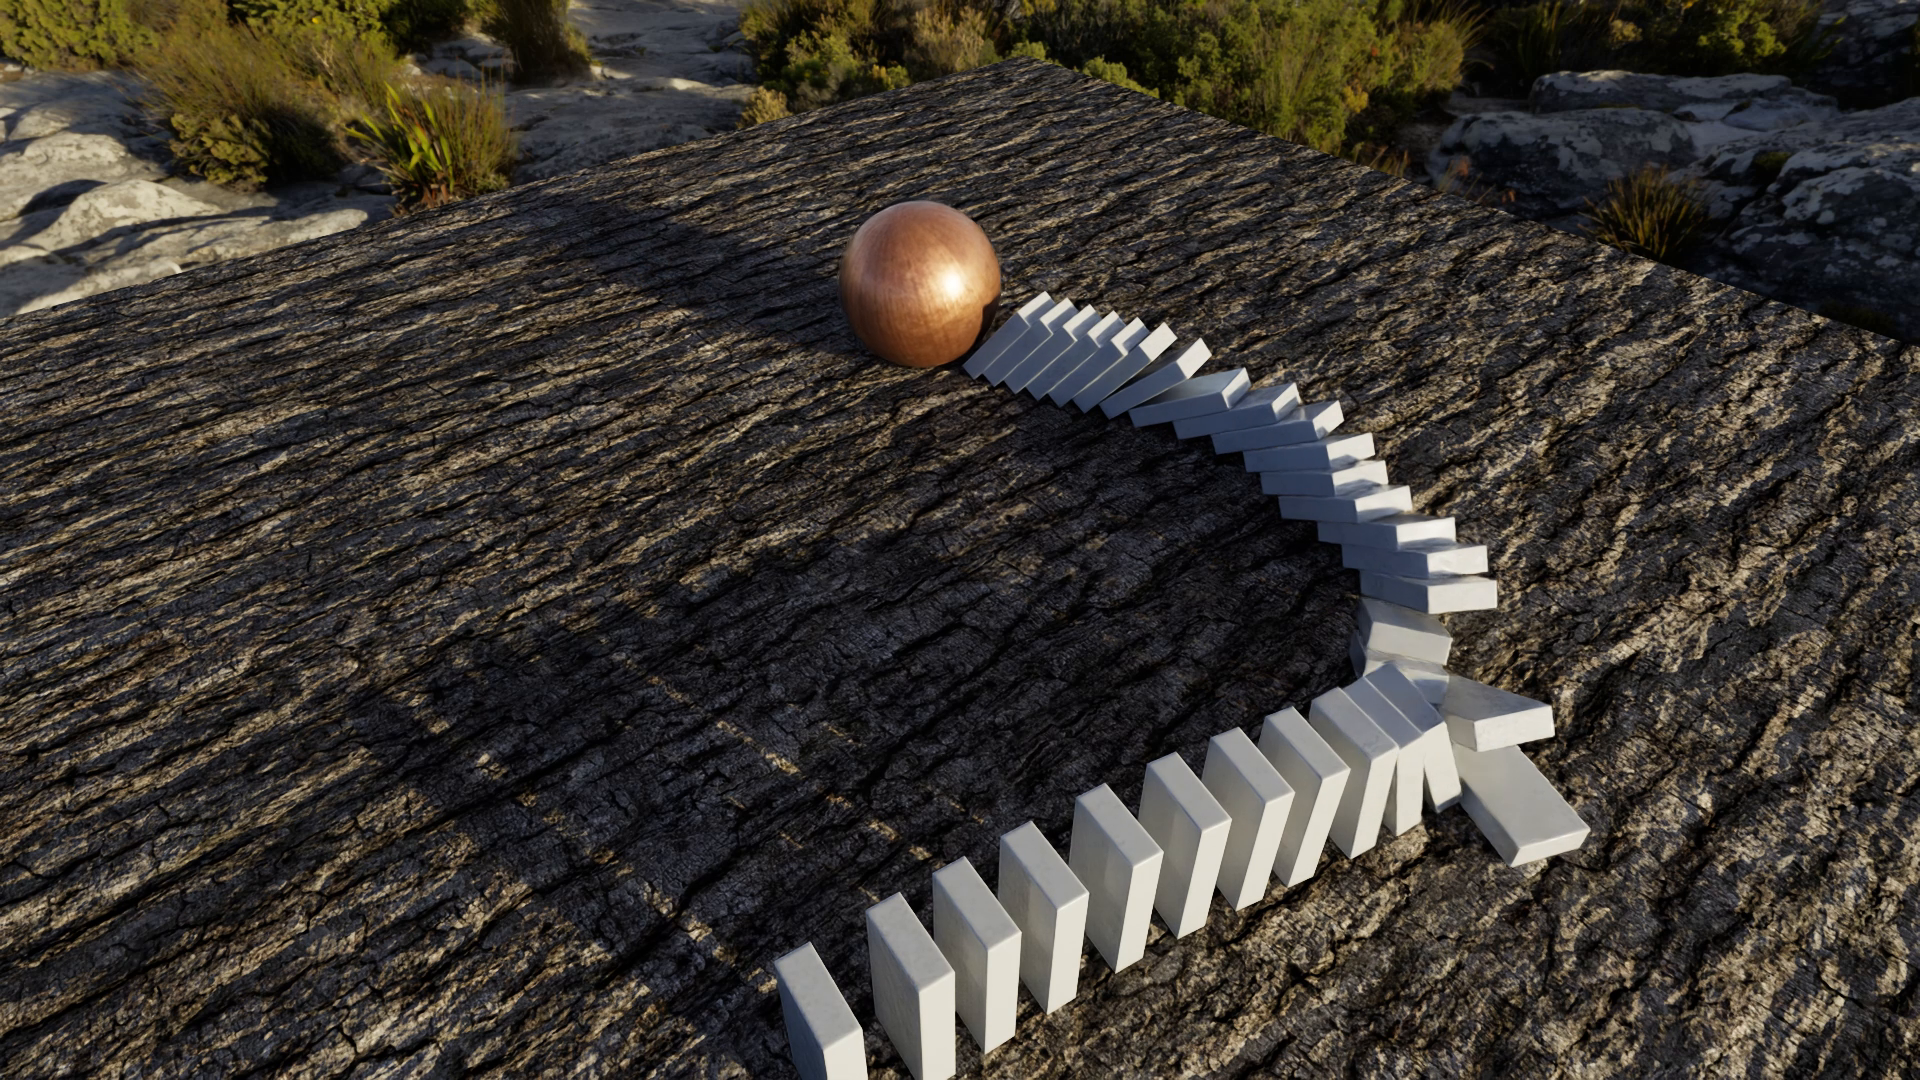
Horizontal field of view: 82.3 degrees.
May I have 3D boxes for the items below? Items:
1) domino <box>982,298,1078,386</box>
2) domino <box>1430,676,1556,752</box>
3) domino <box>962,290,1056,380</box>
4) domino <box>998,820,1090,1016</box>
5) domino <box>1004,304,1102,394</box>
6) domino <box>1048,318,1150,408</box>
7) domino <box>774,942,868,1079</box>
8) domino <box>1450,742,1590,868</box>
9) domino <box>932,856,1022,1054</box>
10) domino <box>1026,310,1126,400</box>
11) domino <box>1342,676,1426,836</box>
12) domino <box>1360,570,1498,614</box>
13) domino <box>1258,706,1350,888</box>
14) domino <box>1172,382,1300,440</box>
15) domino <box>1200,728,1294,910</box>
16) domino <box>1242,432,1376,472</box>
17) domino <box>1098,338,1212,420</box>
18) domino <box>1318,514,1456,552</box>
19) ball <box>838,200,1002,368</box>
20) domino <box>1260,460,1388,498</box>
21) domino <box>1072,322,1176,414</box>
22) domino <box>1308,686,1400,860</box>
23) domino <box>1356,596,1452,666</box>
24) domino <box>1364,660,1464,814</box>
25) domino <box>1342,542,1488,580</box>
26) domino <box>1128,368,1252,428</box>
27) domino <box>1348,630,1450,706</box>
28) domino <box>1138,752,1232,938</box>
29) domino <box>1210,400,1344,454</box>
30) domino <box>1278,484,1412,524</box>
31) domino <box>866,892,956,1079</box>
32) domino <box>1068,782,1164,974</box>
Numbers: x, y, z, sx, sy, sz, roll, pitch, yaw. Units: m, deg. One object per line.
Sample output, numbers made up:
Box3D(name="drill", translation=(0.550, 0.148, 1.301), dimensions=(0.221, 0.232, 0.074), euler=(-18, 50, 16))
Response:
Box3D(name="domino", translation=(0.034, -0.095, 0.531), dimensions=(0.009, 0.050, 0.025), euler=(50, 50, -3))
Box3D(name="domino", translation=(0.162, 0.055, 0.352), dimensions=(0.025, 0.009, 0.050), euler=(-10, 4, -6))
Box3D(name="domino", translation=(0.024, -0.099, 0.537), dimensions=(0.009, 0.050, 0.025), euler=(50, 50, -3))
Box3D(name="domino", translation=(0.021, 0.100, 0.289), dimensions=(0.009, 0.050, 0.025), euler=(-21, 44, -24))
Box3D(name="domino", translation=(0.044, -0.091, 0.526), dimensions=(0.009, 0.050, 0.025), euler=(50, 50, -3))
Box3D(name="domino", translation=(0.065, -0.083, 0.516), dimensions=(0.009, 0.050, 0.025), euler=(50, 51, -3))
Box3D(name="domino", translation=(-0.032, 0.122, 0.263), dimensions=(0.009, 0.050, 0.025), euler=(-22, 44, -25))
Box3D(name="domino", translation=(0.170, 0.077, 0.349), dimensions=(0.025, 0.010, 0.050), euler=(-10, 40, -12))
Box3D(name="domino", translation=(0.004, 0.107, 0.281), dimensions=(0.009, 0.050, 0.025), euler=(-22, 44, -25))
Box3D(name="domino", translation=(0.054, -0.087, 0.521), dimensions=(0.009, 0.050, 0.025), euler=(50, 50, -3))
Box3D(name="domino", translation=(0.126, 0.066, 0.331), dimensions=(0.010, 0.050, 0.025), euler=(-30, 45, -7))
Box3D(name="domino", translation=(0.170, 0.017, 0.401), dimensions=(0.025, 0.010, 0.050), euler=(-5, 5, -6))
Box3D(name="domino", translation=(0.096, 0.075, 0.320), dimensions=(0.009, 0.050, 0.025), euler=(-16, 42, -19))
Box3D(name="domino", translation=(0.124, -0.058, 0.494), dimensions=(0.050, 0.010, 0.025), euler=(-6, 23, 44))
Box3D(name="domino", translation=(0.079, 0.080, 0.314), dimensions=(0.010, 0.050, 0.025), euler=(-16, 42, -19))
Box3D(name="domino", translation=(0.147, -0.037, 0.466), dimensions=(0.025, 0.010, 0.050), euler=(-16, 8, -25))
Box3D(name="domino", translation=(0.090, -0.074, 0.509), dimensions=(0.050, 0.010, 0.025), euler=(-25, 14, 49))
Box3D(name="domino", translation=(0.164, -0.004, 0.425), dimensions=(0.025, 0.010, 0.050), euler=(-7, 6, -15))
Box3D(name="ball", translation=(-0.019, -0.125, 0.541), dimensions=(0.080, 0.080, 0.080), euler=(0, 39, 0))
Box3D(name="domino", translation=(0.149, -0.026, 0.454), dimensions=(0.025, 0.010, 0.050), euler=(-14, 8, -16))
Box3D(name="domino", translation=(0.076, -0.080, 0.513), dimensions=(0.009, 0.050, 0.025), euler=(50, 50, -3))
Box3D(name="domino", translation=(0.114, 0.070, 0.326), dimensions=(0.010, 0.050, 0.025), euler=(-23, 44, -14))
Box3D(name="domino", translation=(0.155, 0.031, 0.386), dimensions=(0.025, 0.010, 0.050), euler=(12, 10, 14))
Box3D(name="domino", translation=(0.140, 0.061, 0.337), dimensions=(0.010, 0.050, 0.025), euler=(-32, 43, 3))
Box3D(name="domino", translation=(0.170, 0.006, 0.414), dimensions=(0.025, 0.009, 0.050), euler=(-7, 6, -15))
Box3D(name="domino", translation=(0.105, -0.065, 0.504), dimensions=(0.050, 0.009, 0.025), euler=(-6, 27, 44))
Box3D(name="domino", translation=(0.147, 0.042, 0.373), dimensions=(0.025, 0.010, 0.050), euler=(11, 10, 14))
Box3D(name="domino", translation=(0.060, 0.086, 0.307), dimensions=(0.009, 0.050, 0.025), euler=(-17, 42, -20))
Box3D(name="domino", translation=(0.139, -0.049, 0.483), dimensions=(0.050, 0.009, 0.025), euler=(-5, 21, 47))
Box3D(name="domino", translation=(0.153, -0.015, 0.441), dimensions=(0.025, 0.010, 0.050), euler=(-14, 8, -16))
Box3D(name="domino", translation=(-0.012, 0.113, 0.273), dimensions=(0.009, 0.050, 0.025), euler=(-22, 44, -25))
Box3D(name="domino", translation=(0.041, 0.092, 0.299), dimensions=(0.009, 0.050, 0.025), euler=(-20, 43, -23))
